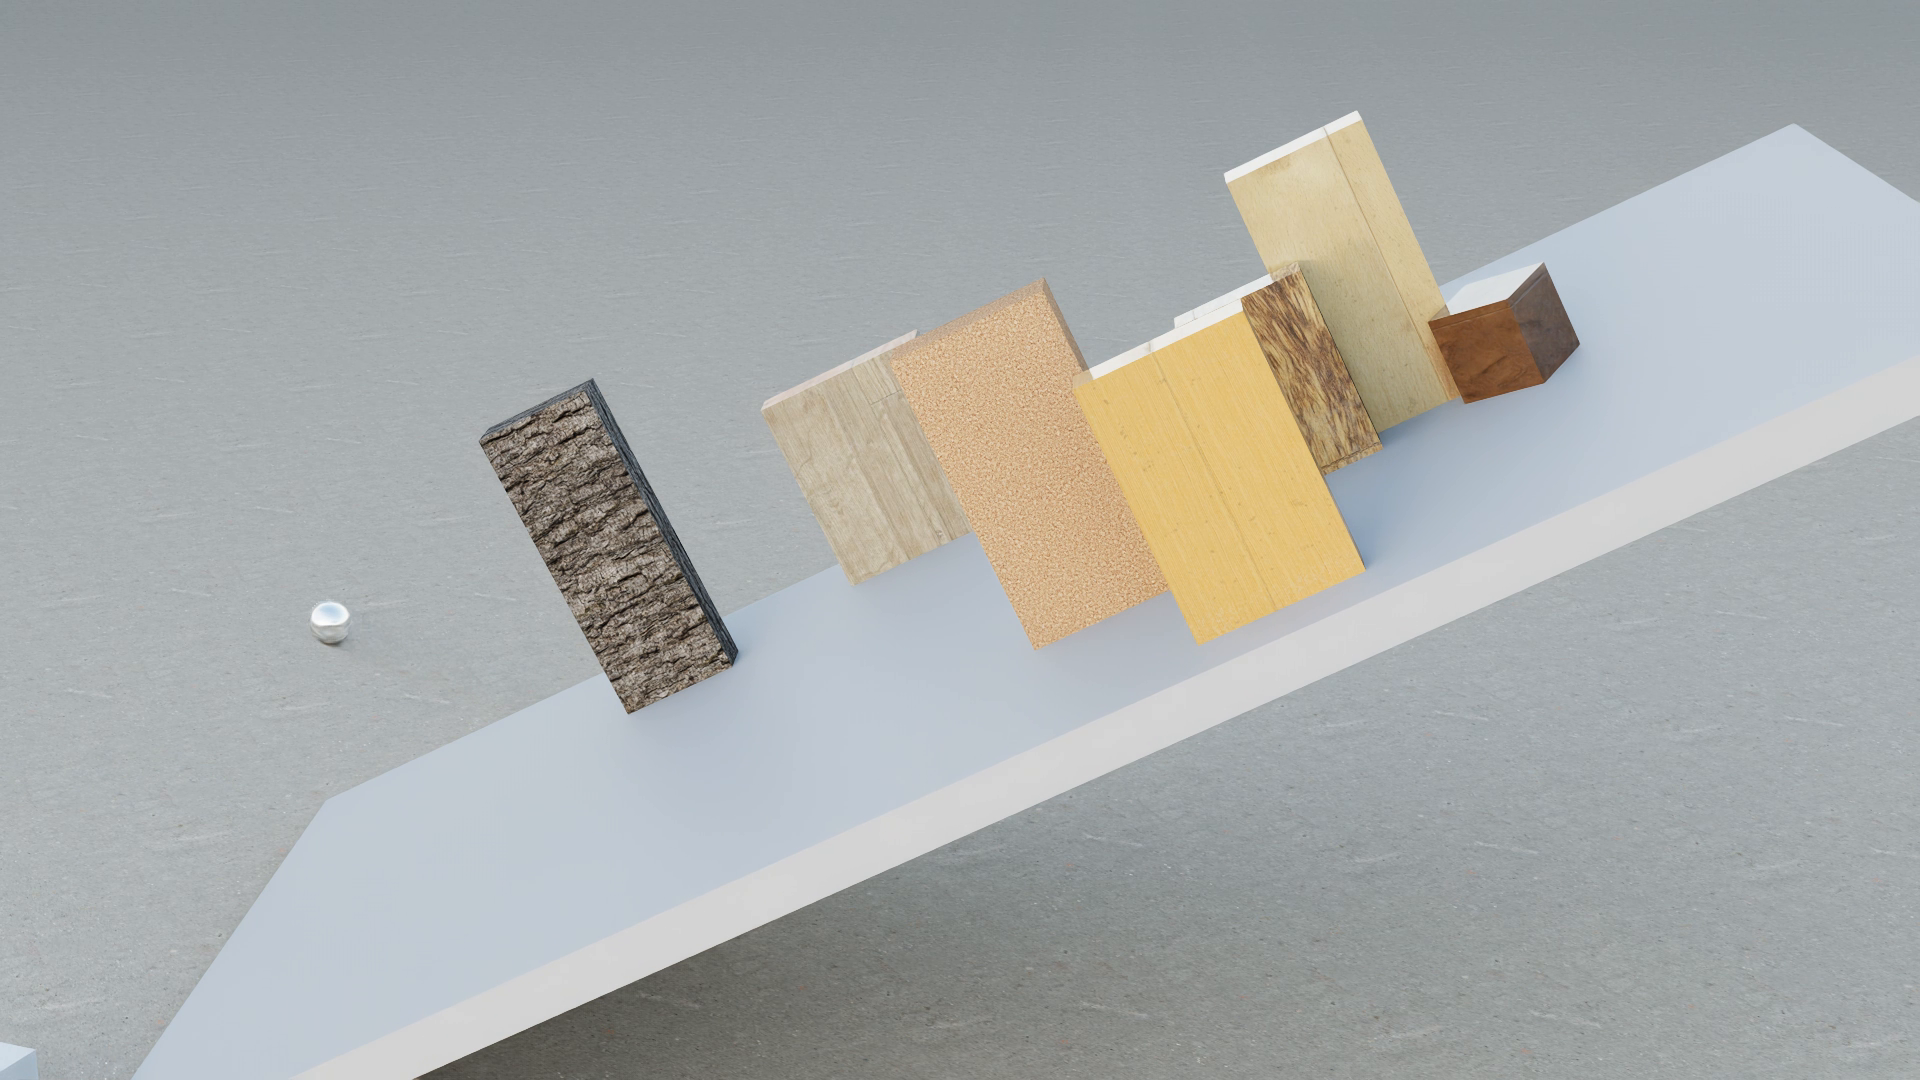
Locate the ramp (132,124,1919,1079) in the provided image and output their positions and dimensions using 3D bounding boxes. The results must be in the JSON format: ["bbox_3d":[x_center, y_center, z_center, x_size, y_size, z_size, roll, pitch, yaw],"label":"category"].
[{"bbox_3d":[0.138,0.168,6.281,4.000,0.100,2.000,-25,14,9],"label":"ramp"}]

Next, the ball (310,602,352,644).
[{"bbox_3d":[-1.942,0.255,9.070,0.128,0.128,0.128,0,16,0],"label":"ball"}]

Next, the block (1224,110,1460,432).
[{"bbox_3d":[0.816,-0.541,6.107,0.301,0.613,0.125,-25,14,9],"label":"block"}]

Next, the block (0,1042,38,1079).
[{"bbox_3d":[-1.998,1.130,6.030,0.148,0.148,0.148,7,18,22],"label":"block"}]

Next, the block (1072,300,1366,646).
[{"bbox_3d":[0.472,-0.121,5.356,0.335,0.534,0.104,-25,14,9],"label":"block"}]

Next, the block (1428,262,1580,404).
[{"bbox_3d":[1.112,-0.423,6.010,0.191,0.191,0.191,-15,18,41],"label":"block"}]

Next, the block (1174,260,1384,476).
[{"bbox_3d":[0.653,-0.321,6.030,0.276,0.411,0.099,-25,14,9],"label":"block"}]

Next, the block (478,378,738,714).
[{"bbox_3d":[-0.814,0.018,6.857,0.277,0.735,0.123,-25,14,9],"label":"block"}]

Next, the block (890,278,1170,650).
[{"bbox_3d":[0.157,-0.148,5.808,0.331,0.650,0.131,-25,14,9],"label":"block"}]

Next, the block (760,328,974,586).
[{"bbox_3d":[-0.180,-0.194,6.995,0.407,0.479,0.103,-25,14,9],"label":"block"}]
